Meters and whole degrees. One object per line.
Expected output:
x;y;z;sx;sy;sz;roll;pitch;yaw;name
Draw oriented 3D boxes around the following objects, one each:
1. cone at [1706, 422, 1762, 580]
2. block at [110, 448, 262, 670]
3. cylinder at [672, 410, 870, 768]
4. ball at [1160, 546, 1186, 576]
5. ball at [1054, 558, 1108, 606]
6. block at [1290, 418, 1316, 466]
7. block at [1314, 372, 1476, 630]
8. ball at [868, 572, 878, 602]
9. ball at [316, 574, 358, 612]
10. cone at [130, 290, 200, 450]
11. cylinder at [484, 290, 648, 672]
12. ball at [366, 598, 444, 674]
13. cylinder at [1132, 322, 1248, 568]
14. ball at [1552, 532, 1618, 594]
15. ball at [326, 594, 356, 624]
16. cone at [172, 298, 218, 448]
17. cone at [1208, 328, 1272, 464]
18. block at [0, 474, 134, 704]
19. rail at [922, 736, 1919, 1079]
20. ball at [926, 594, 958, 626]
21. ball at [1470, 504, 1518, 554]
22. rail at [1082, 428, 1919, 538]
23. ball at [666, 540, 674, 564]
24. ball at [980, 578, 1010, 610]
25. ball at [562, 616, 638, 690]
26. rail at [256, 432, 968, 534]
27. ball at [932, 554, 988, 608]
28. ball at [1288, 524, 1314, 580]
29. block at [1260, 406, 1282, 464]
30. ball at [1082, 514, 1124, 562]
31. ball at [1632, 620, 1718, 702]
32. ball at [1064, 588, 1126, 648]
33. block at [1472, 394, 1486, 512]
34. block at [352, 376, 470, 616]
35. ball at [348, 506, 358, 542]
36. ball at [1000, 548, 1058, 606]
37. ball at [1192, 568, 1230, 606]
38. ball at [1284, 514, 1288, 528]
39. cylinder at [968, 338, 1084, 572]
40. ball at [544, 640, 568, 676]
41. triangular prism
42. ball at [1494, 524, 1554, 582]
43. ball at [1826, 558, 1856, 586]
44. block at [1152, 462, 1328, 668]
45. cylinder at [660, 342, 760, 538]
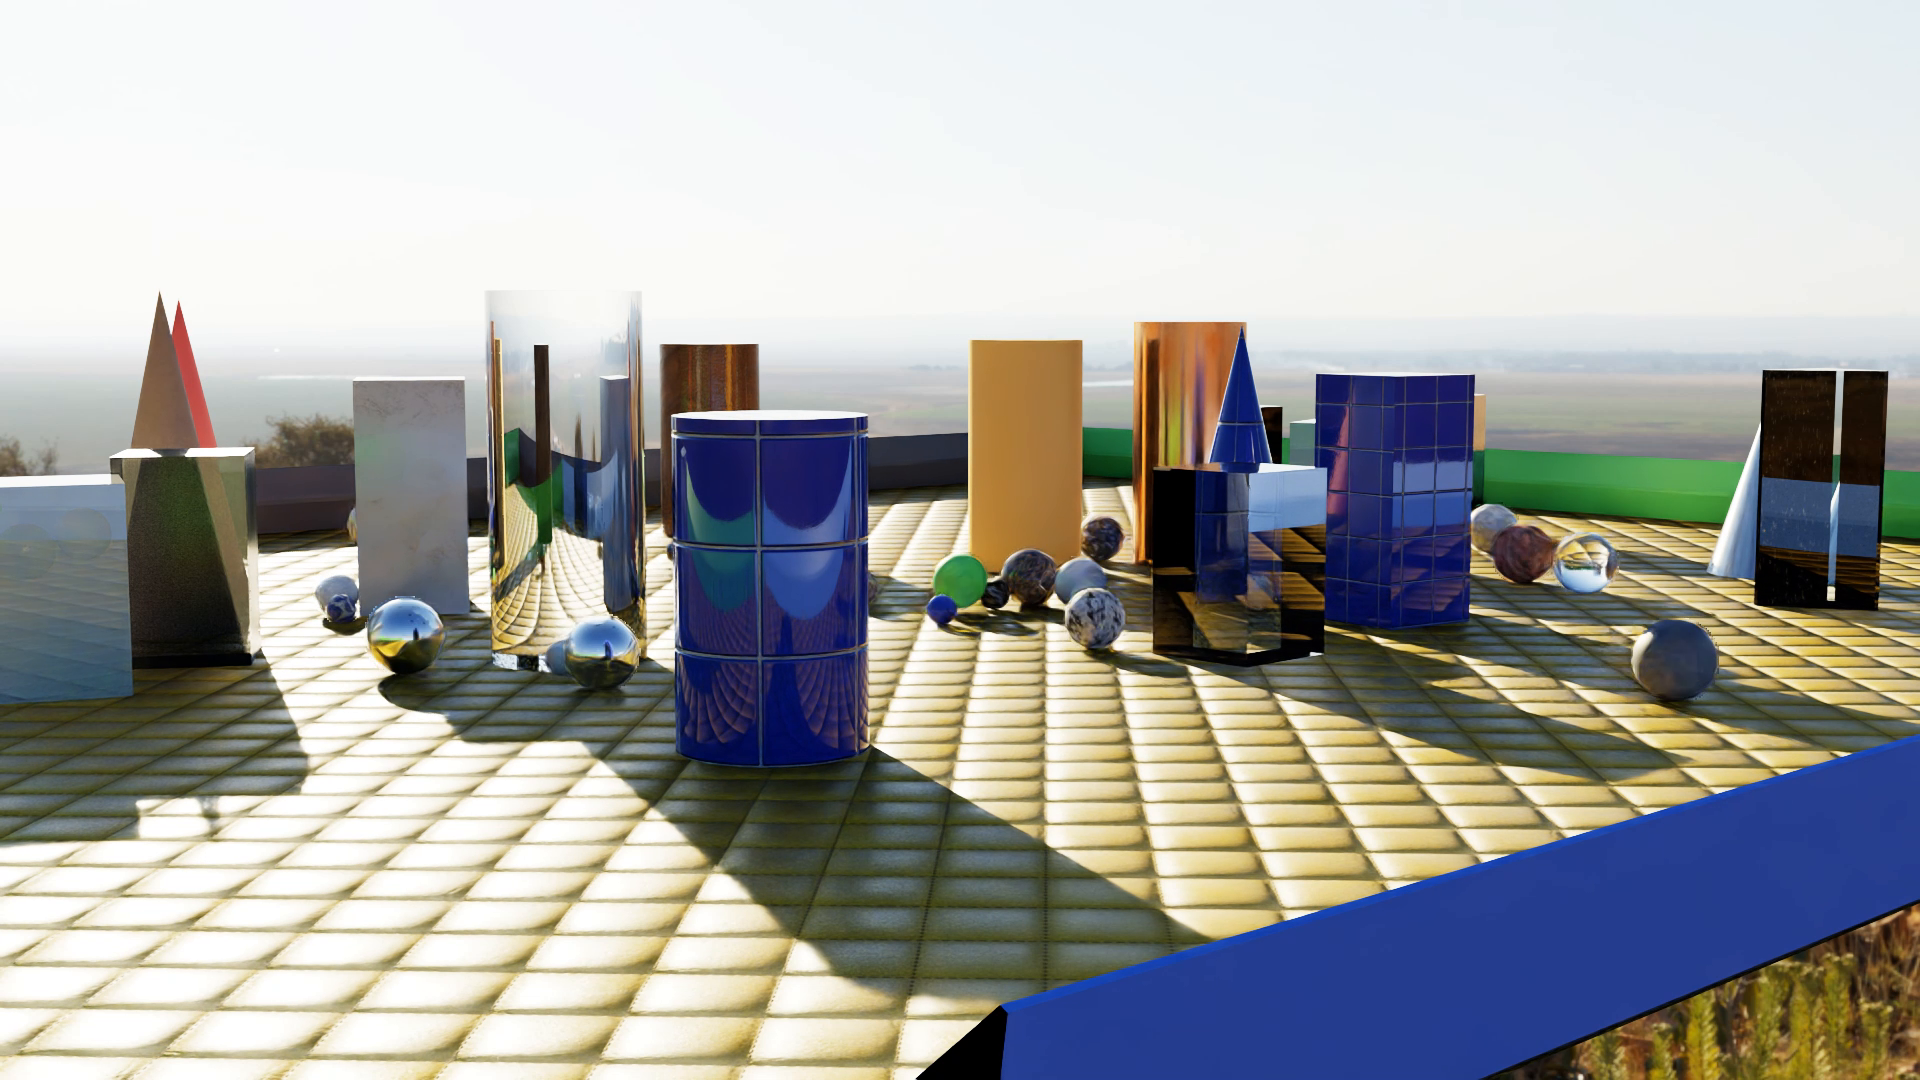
1.372;-0.104;3.719;0.197;0.323;0.197;0;6;0;cone
-0.987;0.020;2.812;0.158;0.265;0.158;-1;6;-13;block
-0.191;0.043;2.229;0.197;0.340;0.197;0;6;0;cylinder
0.350;0.034;3.561;0.051;0.051;0.051;0;6;0;ball
0.180;0.066;3.266;0.079;0.079;0.079;0;6;0;ball
0.681;-0.084;3.877;0.158;0.250;0.158;3;7;27;block
0.622;-0.061;3.163;0.158;0.354;0.158;-4;7;-34;block
-0.154;0.071;3.321;0.058;0.058;0.058;0;6;0;ball
-0.911;0.080;3.216;0.062;0.062;0.062;0;6;0;ball
-1.122;-0.117;3.108;0.197;0.476;0.197;0;6;0;cone
-0.500;-0.081;2.795;0.197;0.469;0.197;0;6;0;cylinder
-0.680;0.118;2.695;0.094;0.094;0.094;0;6;0;ball
0.403;-0.171;3.869;0.197;0.425;0.197;0;6;0;cylinder
0.983;0.036;3.458;0.099;0.099;0.099;0;6;0;ball
-0.882;0.098;3.136;0.042;0.042;0.042;0;6;0;ball
-1.208;-0.144;3.422;0.197;0.465;0.197;0;6;0;cone
0.443;-0.129;3.475;0.197;0.423;0.197;0;6;0;cone
-1.062;0.054;2.576;0.158;0.247;0.158;-3;6;-23;block
1.159;0.164;2.082;4.092;0.128;0.045;-5;8;-42;rail
-0.026;0.099;3.121;0.043;0.043;0.043;0;6;0;ball
0.975;-0.021;4.031;0.093;0.093;0.093;0;6;0;ball
1.486;-0.109;4.696;0.045;0.128;3.466;-5;8;-42;rail
-0.486;0.020;3.833;0.052;0.052;0.052;0;6;0;ball
0.052;0.081;3.279;0.047;0.047;0.047;0;6;0;ball
-0.422;0.133;2.585;0.088;0.088;0.088;0;6;0;ball
-1.159;-0.097;4.581;4.092;0.128;0.045;-5;8;-42;rail
0.000;0.060;3.248;0.081;0.081;0.081;0;6;0;ball
0.566;0.020;3.637;0.094;0.094;0.094;0;6;0;ball
0.522;-0.136;4.338;0.158;0.257;0.158;-4;7;-37;block
0.250;-0.005;3.913;0.085;0.085;0.085;0;6;0;ball
0.816;0.137;2.511;0.094;0.094;0.094;0;6;0;ball
0.178;0.103;2.896;0.080;0.080;0.080;0;6;0;ball
0.964;-0.160;4.500;0.158;0.273;0.158;5;8;40;block
-0.817;-0.069;3.285;0.158;0.344;0.158;-1;6;-12;block
-1.099;-0.031;4.122;0.094;0.094;0.094;0;6;0;ball
0.105;0.057;3.312;0.088;0.088;0.088;0;6;0;ball
0.381;0.071;3.331;0.056;0.056;0.056;0;6;0;ball
0.662;-0.032;4.337;0.052;0.052;0.052;0;6;0;ball
0.113;-0.149;3.810;0.197;0.394;0.197;0;6;0;cylinder
-0.486;0.144;2.691;0.043;0.043;0.043;0;6;0;ball
1.309;-0.082;3.351;0.171;0.356;0.148;2;6;20;triangular prism
0.923;0.022;3.603;0.097;0.097;0.097;0;6;0;ball
1.427;0.052;3.564;0.045;0.045;0.045;0;6;0;ball
0.362;0.027;2.849;0.158;0.243;0.158;-6;8;-43;block
-0.496;-0.200;4.366;0.197;0.379;0.197;0;6;0;cylinder
